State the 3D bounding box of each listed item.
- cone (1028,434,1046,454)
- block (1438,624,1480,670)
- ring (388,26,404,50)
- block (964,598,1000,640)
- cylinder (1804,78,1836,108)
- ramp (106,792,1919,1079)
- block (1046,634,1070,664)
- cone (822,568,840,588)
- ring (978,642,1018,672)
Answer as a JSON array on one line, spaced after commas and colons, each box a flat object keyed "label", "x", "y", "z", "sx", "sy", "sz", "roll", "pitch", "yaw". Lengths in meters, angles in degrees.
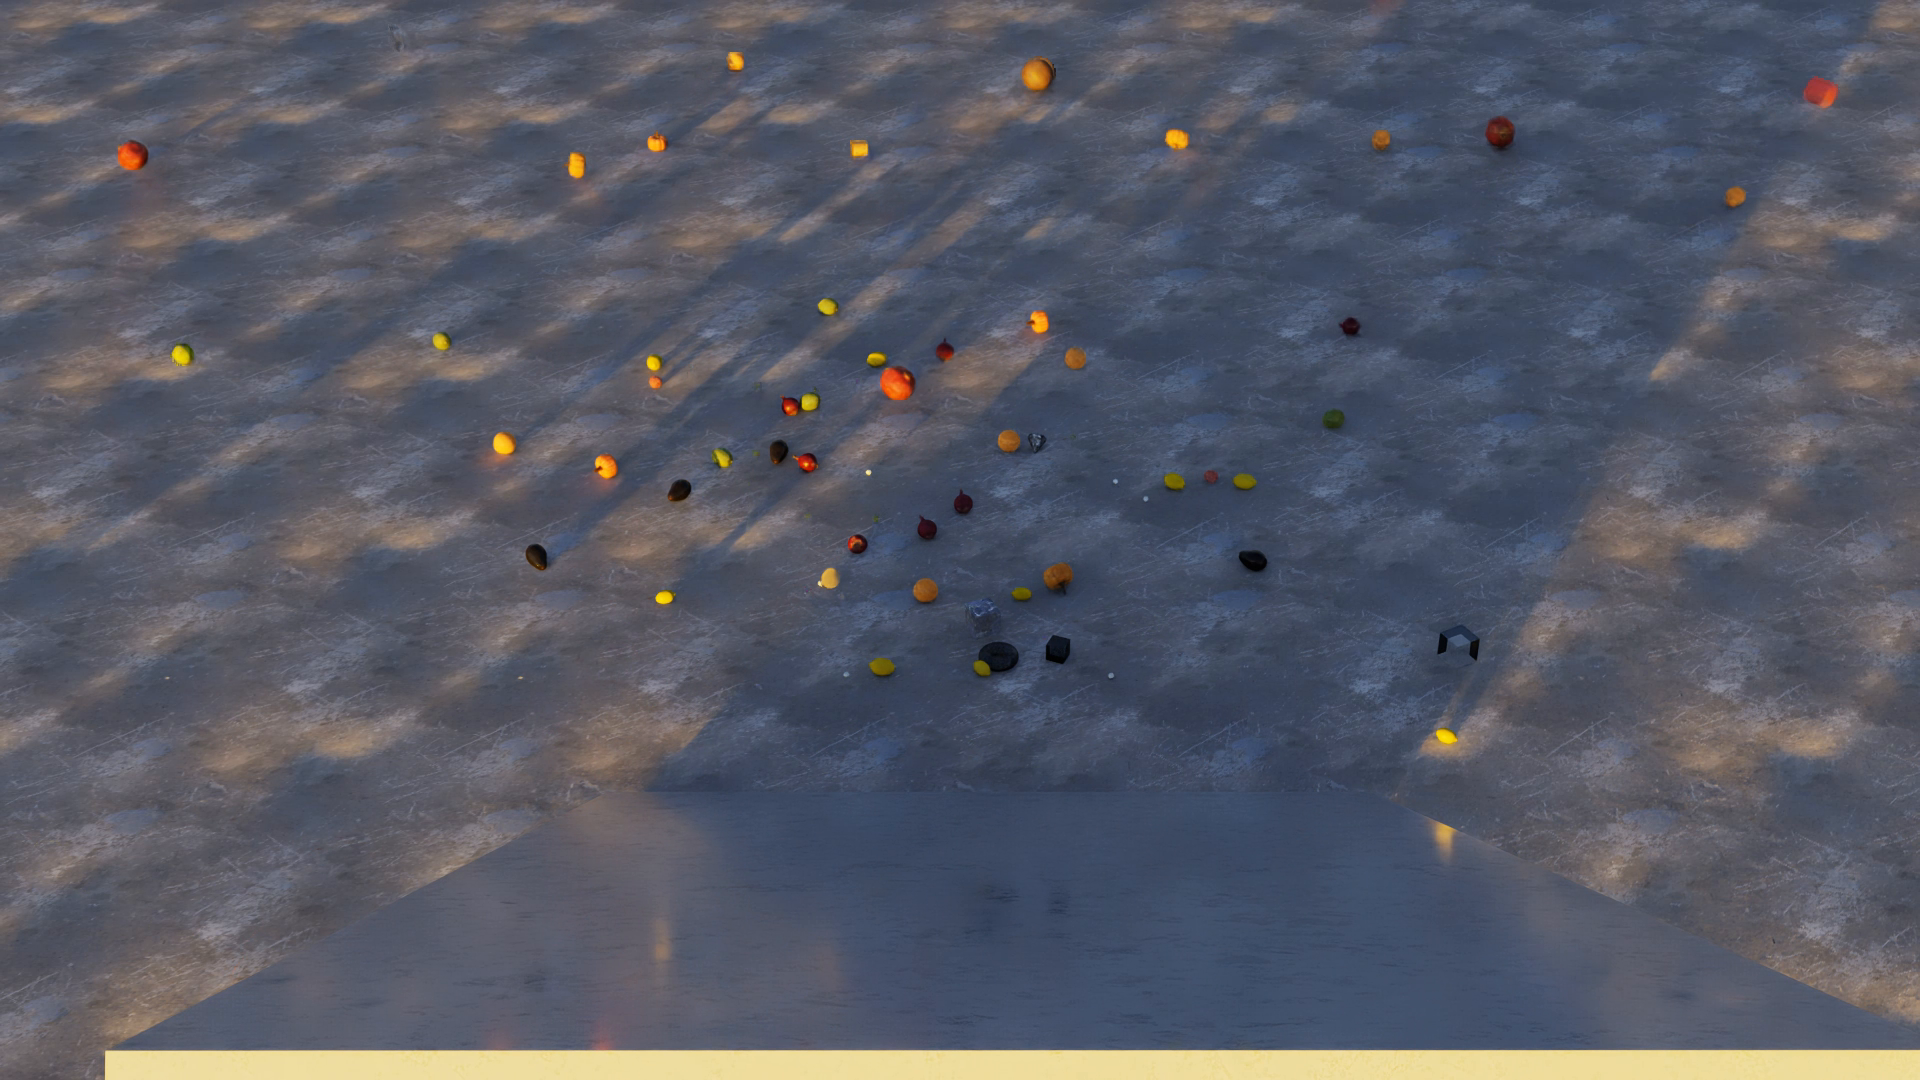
[{"label": "cone", "x": 0.244, "y": -0.300, "z": 8.332, "sx": 0.061, "sy": 0.061, "sz": 0.061, "roll": 5, "pitch": 61, "yaw": 7}, {"label": "block", "x": 1.421, "y": 0.305, "z": 7.399, "sx": 0.079, "sy": 0.079, "sz": 0.079, "roll": -18, "pitch": 38, "yaw": -24}, {"label": "ring", "x": -2.372, "y": -2.113, "z": 10.922, "sx": 0.036, "sy": 0.108, "sz": 0.108, "roll": -18, "pitch": 38, "yaw": -25}, {"label": "block", "x": 0.065, "y": 0.228, "z": 7.514, "sx": 0.078, "sy": 0.078, "sz": 0.078, "roll": -14, "pitch": 37, "yaw": -19}, {"label": "cylinder", "x": 3.472, "y": -1.805, "z": 10.480, "sx": 0.093, "sy": 0.093, "sz": 0.093, "roll": -28, "pitch": 43, "yaw": -35}, {"label": "ramp", "x": 0.076, "y": 0.656, "z": 4.805, "sx": 2.000, "sy": 0.100, "sz": 4.000, "roll": 0, "pitch": -2, "yaw": 0}, {"label": "block", "x": 0.280, "y": 0.313, "z": 7.411, "sx": 0.053, "sy": 0.053, "sz": 0.053, "roll": 14, "pitch": 37, "yaw": 19}, {"label": "cone", "x": -0.396, "y": 0.111, "z": 7.730, "sx": 0.060, "sy": 0.060, "sz": 0.060, "roll": -17, "pitch": 11, "yaw": -23}, {"label": "ring", "x": 0.110, "y": 0.332, "z": 7.396, "sx": 0.116, "sy": 0.039, "sz": 0.116, "roll": -1, "pitch": 35, "yaw": 1}]
